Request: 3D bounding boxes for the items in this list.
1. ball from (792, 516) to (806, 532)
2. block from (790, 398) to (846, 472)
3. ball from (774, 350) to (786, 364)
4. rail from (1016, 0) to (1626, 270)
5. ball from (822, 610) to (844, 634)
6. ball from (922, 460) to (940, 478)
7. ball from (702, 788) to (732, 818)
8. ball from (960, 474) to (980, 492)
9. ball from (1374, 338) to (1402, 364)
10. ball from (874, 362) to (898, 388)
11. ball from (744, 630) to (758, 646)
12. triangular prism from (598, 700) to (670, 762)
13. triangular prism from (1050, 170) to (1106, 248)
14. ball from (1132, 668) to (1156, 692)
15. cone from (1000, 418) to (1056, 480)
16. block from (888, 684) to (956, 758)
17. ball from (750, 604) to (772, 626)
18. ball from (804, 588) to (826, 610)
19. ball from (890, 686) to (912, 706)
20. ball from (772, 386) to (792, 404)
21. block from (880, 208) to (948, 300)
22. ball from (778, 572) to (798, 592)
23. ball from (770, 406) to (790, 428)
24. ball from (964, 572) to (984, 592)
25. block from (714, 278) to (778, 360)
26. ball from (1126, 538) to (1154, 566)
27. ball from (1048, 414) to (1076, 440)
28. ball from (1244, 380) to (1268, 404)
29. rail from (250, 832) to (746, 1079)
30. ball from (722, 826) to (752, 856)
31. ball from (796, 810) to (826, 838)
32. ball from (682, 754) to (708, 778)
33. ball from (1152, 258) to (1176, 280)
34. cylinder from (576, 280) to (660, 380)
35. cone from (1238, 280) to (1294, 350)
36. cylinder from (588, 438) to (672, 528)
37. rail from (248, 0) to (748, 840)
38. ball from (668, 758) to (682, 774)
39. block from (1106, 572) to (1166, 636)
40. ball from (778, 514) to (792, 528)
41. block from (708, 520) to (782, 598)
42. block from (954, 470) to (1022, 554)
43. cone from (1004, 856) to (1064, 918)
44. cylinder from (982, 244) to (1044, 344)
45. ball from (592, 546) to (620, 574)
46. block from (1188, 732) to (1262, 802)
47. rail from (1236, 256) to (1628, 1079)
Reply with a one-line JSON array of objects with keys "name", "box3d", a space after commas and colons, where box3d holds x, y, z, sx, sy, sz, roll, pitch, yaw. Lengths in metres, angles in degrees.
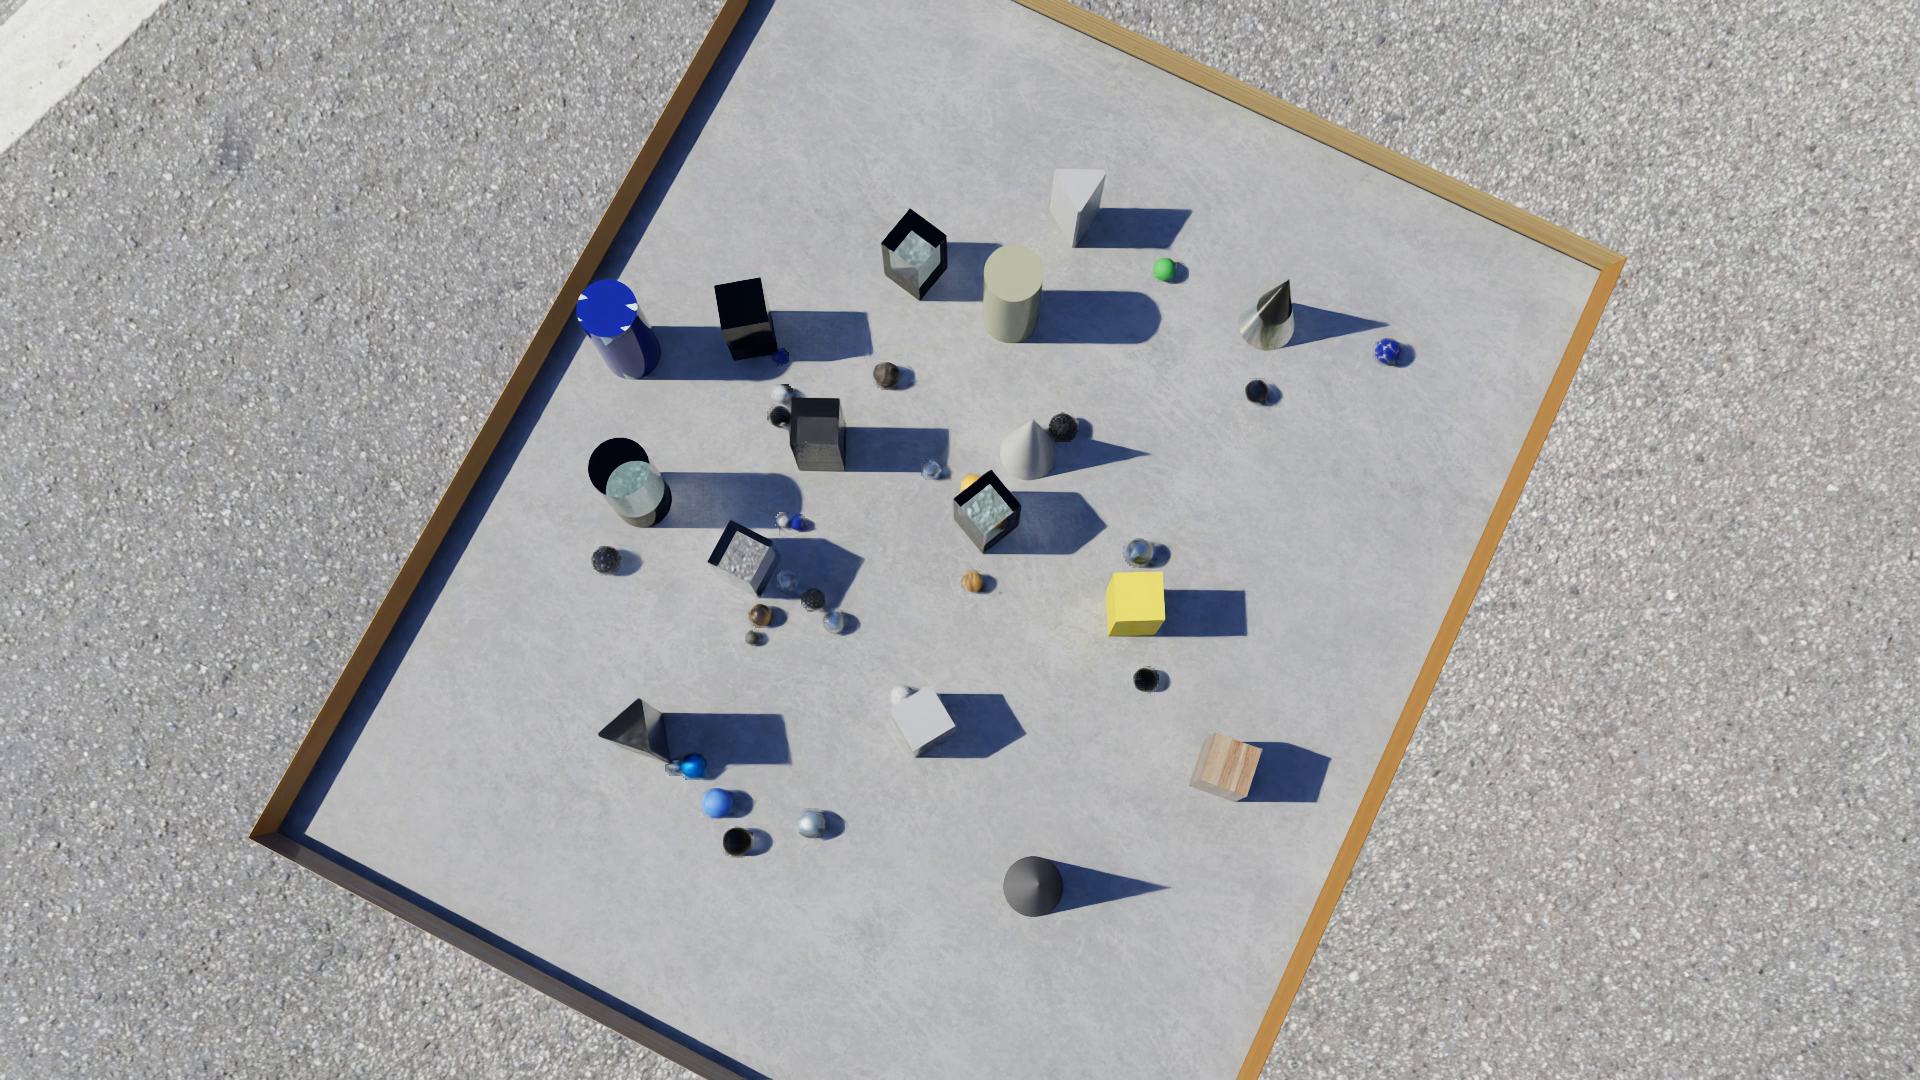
[{"name": "ball", "box3d": [-0.494, -0.049, 5.604, 0.044, 0.044, 0.044, 0, 78, 0]}, {"name": "block", "box3d": [-0.424, -0.315, 5.514, 0.141, 0.328, 0.141, 1, 78, 0]}, {"name": "ball", "box3d": [-0.561, -0.571, 5.714, 0.040, 0.040, 0.040, 0, 78, 0]}, {"name": "rail", "box3d": [0.759, -1.481, 5.863, 2.906, 0.115, 0.045, 26, 80, 5]}, {"name": "ball", "box3d": [-0.383, 0.248, 5.530, 0.069, 0.069, 0.069, 0, 78, 0]}, {"name": "ball", "box3d": [-0.088, -0.216, 5.632, 0.056, 0.056, 0.056, 0, 78, 0]}, {"name": "ball", "box3d": [-0.717, 0.777, 5.411, 0.088, 0.088, 0.088, 0, 78, 0]}, {"name": "ball", "box3d": [0.038, -0.164, 5.612, 0.075, 0.075, 0.075, 0, 78, 0]}, {"name": "ball", "box3d": [1.331, -0.588, 5.695, 0.083, 0.083, 0.083, 0, 78, 0]}, {"name": "ball", "box3d": [-0.229, -0.512, 5.681, 0.079, 0.079, 0.079, 0, 78, 0]}, {"name": "ball", "box3d": [-0.629, 0.296, 5.533, 0.043, 0.043, 0.043, 0, 78, 0]}, {"name": "triangular prism", "box3d": [-0.919, 0.544, 5.314, 0.153, 0.371, 0.133, 18, 79, 4]}, {"name": "triangular prism", "box3d": [0.343, -1.053, 5.678, 0.133, 0.306, 0.153, 31, 80, 6]}, {"name": "ball", "box3d": [0.554, 0.419, 5.493, 0.071, 0.071, 0.071, 0, 78, 0]}, {"name": "cone", "box3d": [0.212, -0.311, 5.477, 0.177, 0.398, 0.177, 0, 78, 0]}, {"name": "block", "box3d": [-0.110, 0.534, 5.394, 0.141, 0.219, 0.141, -31, 80, -6]}, {"name": "ball", "box3d": [-0.602, 0.227, 5.535, 0.067, 0.067, 0.067, 0, 78, 0]}, {"name": "ball", "box3d": [-0.440, 0.180, 5.544, 0.068, 0.068, 0.068, 0, 78, 0]}, {"name": "ball", "box3d": [-0.176, 0.468, 5.486, 0.066, 0.066, 0.066, 0, 78, 0]}, {"name": "ball", "box3d": [-0.552, -0.451, 5.680, 0.058, 0.058, 0.058, 0, 78, 0]}, {"name": "block", "box3d": [-0.139, -0.877, 5.654, 0.141, 0.280, 0.141, 37, 81, 7]}, {"name": "ball", "box3d": [-0.521, 0.125, 5.559, 0.061, 0.061, 0.061, 0, 78, 0]}, {"name": "ball", "box3d": [-0.556, -0.380, 5.661, 0.067, 0.067, 0.067, 0, 78, 0]}, {"name": "ball", "box3d": [0.041, 0.127, 5.558, 0.063, 0.063, 0.063, 0, 78, 0]}, {"name": "block", "box3d": [-0.651, -0.672, 5.598, 0.141, 0.307, 0.141, -11, 79, -2]}, {"name": "ball", "box3d": [0.545, 0.037, 5.565, 0.086, 0.086, 0.086, 0, 78, 0]}, {"name": "ball", "box3d": [0.316, -0.348, 5.644, 0.085, 0.085, 0.085, 0, 78, 0]}, {"name": "ball", "box3d": [0.919, -0.459, 5.673, 0.074, 0.074, 0.074, 0, 78, 0]}, {"name": "rail", "box3d": [-0.759, 1.493, 5.248, 2.906, 0.115, 0.045, 26, 80, 5]}, {"name": "ball", "box3d": [-0.656, 0.887, 5.389, 0.086, 0.086, 0.086, 0, 78, 0]}, {"name": "ball", "box3d": [-0.439, 0.838, 5.400, 0.085, 0.085, 0.085, 0, 78, 0]}, {"name": "ball", "box3d": [-0.788, 0.670, 5.438, 0.076, 0.076, 0.076, 0, 78, 0]}, {"name": "ball", "box3d": [0.641, -0.851, 5.755, 0.072, 0.072, 0.072, 0, 78, 0]}, {"name": "cylinder", "box3d": [-1.025, -0.630, 5.529, 0.177, 0.426, 0.177, 0, 78, 0]}, {"name": "cone", "box3d": [0.963, -0.721, 5.556, 0.177, 0.410, 0.177, 0, 78, 0]}, {"name": "cylinder", "box3d": [-0.975, -0.166, 5.439, 0.177, 0.415, 0.177, 0, 78, 0]}, {"name": "rail", "box3d": [-1.279, -0.620, 5.685, 0.045, 0.115, 3.442, 26, 80, 5]}, {"name": "ball", "box3d": [-0.847, 0.674, 5.453, 0.046, 0.046, 0.046, 0, 78, 0]}, {"name": "block", "box3d": [0.517, 0.192, 5.428, 0.141, 0.290, 0.141, -2, 78, 0]}, {"name": "ball", "box3d": [-0.538, -0.058, 5.607, 0.042, 0.042, 0.042, 0, 78, 0]}, {"name": "block", "box3d": [-0.641, 0.060, 5.471, 0.141, 0.261, 0.141, 27, 80, 5]}, {"name": "block", "box3d": [0.080, -0.082, 5.489, 0.141, 0.282, 0.141, -38, 81, -7]}, {"name": "cone", "box3d": [0.216, 0.979, 5.198, 0.177, 0.423, 0.177, 0, 78, 0]}, {"name": "cylinder", "box3d": [0.158, -0.743, 5.568, 0.177, 0.396, 0.177, 0, 78, 0]}, {"name": "ball", "box3d": [-1.074, 0.060, 5.559, 0.087, 0.087, 0.087, 0, 78, 0]}, {"name": "block", "box3d": [0.773, 0.666, 5.349, 0.141, 0.254, 0.141, 19, 79, 4]}, {"name": "rail", "box3d": [1.279, 0.632, 5.426, 0.045, 0.115, 3.442, 26, 80, 5]}]
